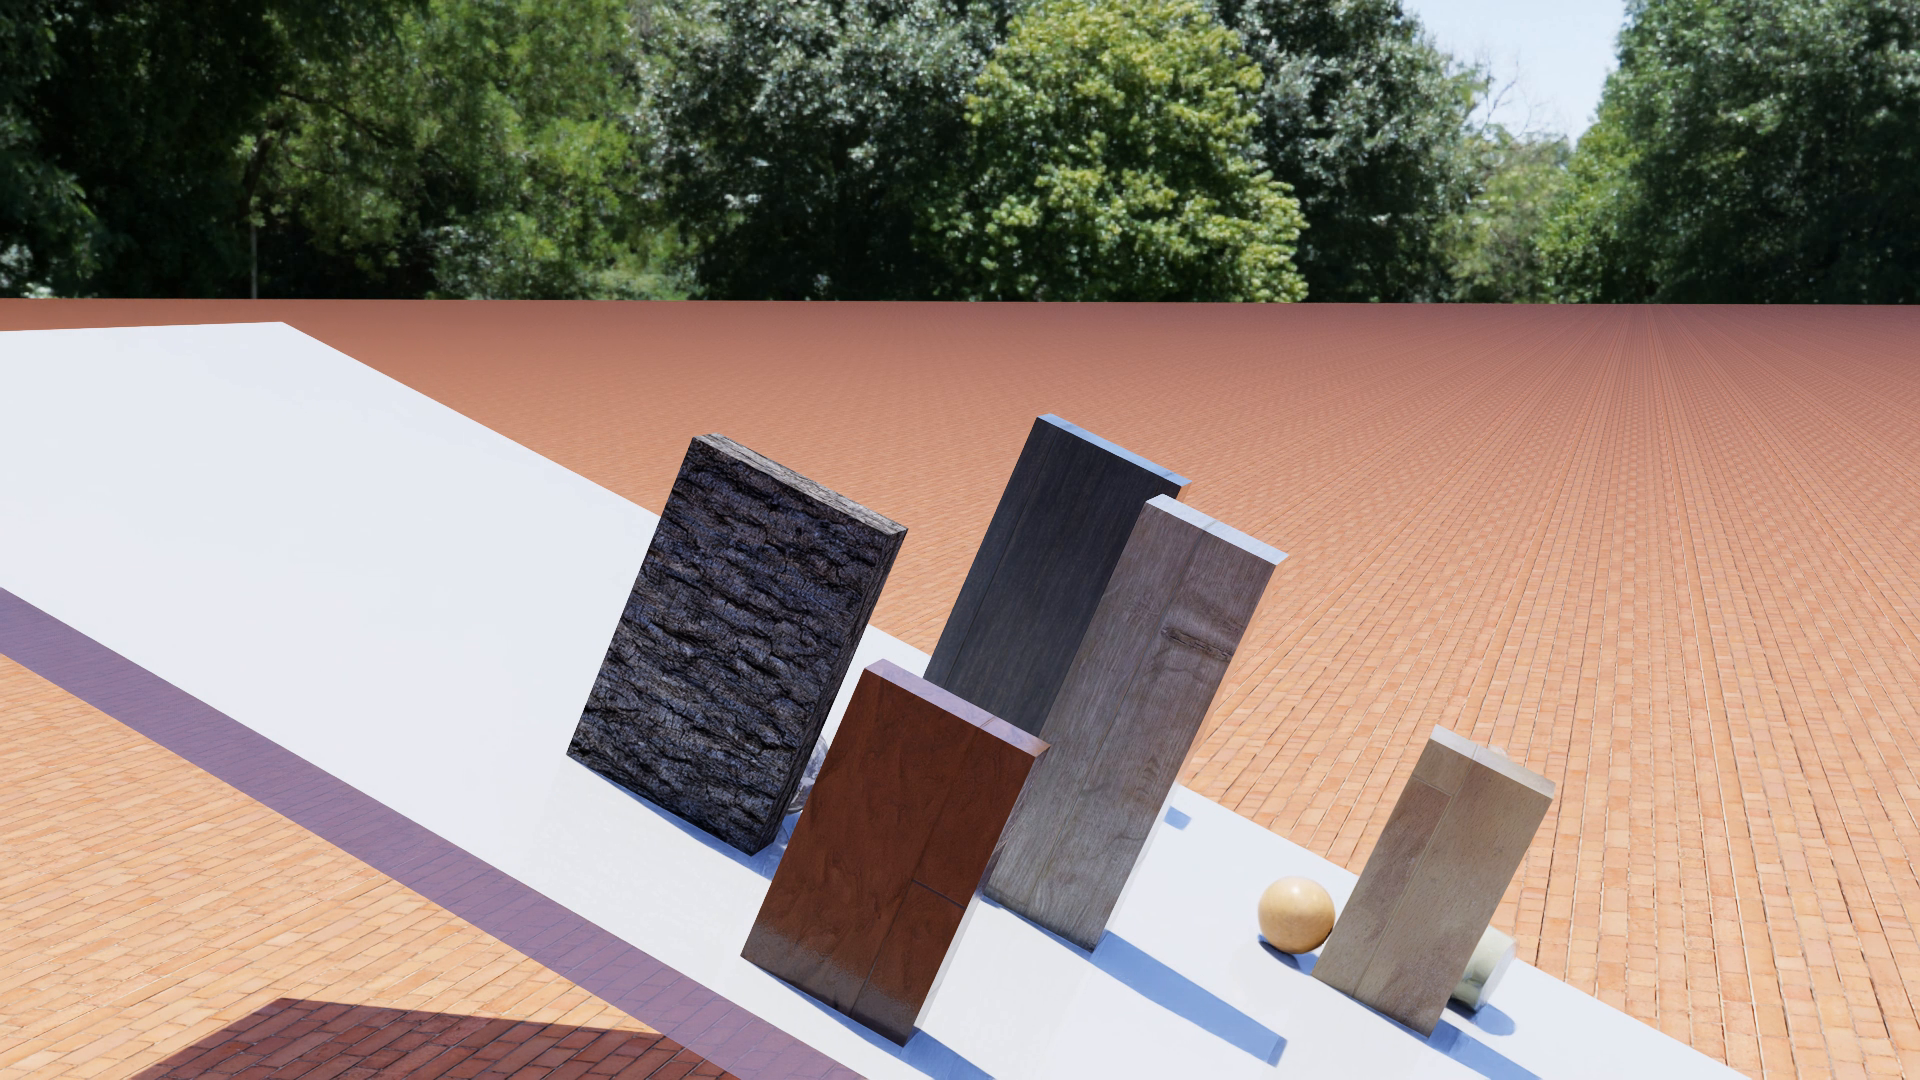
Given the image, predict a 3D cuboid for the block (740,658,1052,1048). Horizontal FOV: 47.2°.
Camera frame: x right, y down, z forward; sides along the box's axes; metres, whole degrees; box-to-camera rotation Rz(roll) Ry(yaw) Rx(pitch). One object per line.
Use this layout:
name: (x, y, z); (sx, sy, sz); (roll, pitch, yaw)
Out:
block: (-0.099, 0.462, 3.259); (0.284, 0.493, 0.085); (27, 13, 13)

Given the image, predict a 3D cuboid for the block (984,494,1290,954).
block: (0.295, 0.323, 3.875); (0.247, 0.768, 0.142); (27, 13, 13)

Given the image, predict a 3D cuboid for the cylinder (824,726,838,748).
cylinder: (-0.165, 0.441, 3.930); (0.174, 0.174, 0.174); (21, 1, -16)

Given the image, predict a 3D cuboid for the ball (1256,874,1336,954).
ball: (0.652, 0.725, 4.264); (0.151, 0.151, 0.151); (0, 7, 0)

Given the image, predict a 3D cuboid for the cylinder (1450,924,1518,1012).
cylinder: (1.002, 0.832, 4.411); (0.166, 0.166, 0.166); (30, 20, 25)

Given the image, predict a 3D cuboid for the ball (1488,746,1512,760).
ball: (1.935, 0.820, 7.987); (0.141, 0.141, 0.141); (0, 7, 0)

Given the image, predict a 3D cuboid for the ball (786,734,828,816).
ball: (-0.319, 0.391, 3.842); (0.185, 0.185, 0.185); (0, 7, 0)

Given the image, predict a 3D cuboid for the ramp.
ramp: (-0.279, 0.481, 4.179); (4.000, 0.100, 2.000); (27, 13, 13)

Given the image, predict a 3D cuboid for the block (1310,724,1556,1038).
block: (0.899, 0.646, 4.184); (0.247, 0.521, 0.137); (27, 13, 13)

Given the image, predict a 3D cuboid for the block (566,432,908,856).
block: (-0.378, 0.173, 3.682); (0.371, 0.599, 0.103); (27, 13, 13)

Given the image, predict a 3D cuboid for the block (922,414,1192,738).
block: (0.207, 0.099, 4.834); (0.349, 0.662, 0.119); (27, 13, 13)
